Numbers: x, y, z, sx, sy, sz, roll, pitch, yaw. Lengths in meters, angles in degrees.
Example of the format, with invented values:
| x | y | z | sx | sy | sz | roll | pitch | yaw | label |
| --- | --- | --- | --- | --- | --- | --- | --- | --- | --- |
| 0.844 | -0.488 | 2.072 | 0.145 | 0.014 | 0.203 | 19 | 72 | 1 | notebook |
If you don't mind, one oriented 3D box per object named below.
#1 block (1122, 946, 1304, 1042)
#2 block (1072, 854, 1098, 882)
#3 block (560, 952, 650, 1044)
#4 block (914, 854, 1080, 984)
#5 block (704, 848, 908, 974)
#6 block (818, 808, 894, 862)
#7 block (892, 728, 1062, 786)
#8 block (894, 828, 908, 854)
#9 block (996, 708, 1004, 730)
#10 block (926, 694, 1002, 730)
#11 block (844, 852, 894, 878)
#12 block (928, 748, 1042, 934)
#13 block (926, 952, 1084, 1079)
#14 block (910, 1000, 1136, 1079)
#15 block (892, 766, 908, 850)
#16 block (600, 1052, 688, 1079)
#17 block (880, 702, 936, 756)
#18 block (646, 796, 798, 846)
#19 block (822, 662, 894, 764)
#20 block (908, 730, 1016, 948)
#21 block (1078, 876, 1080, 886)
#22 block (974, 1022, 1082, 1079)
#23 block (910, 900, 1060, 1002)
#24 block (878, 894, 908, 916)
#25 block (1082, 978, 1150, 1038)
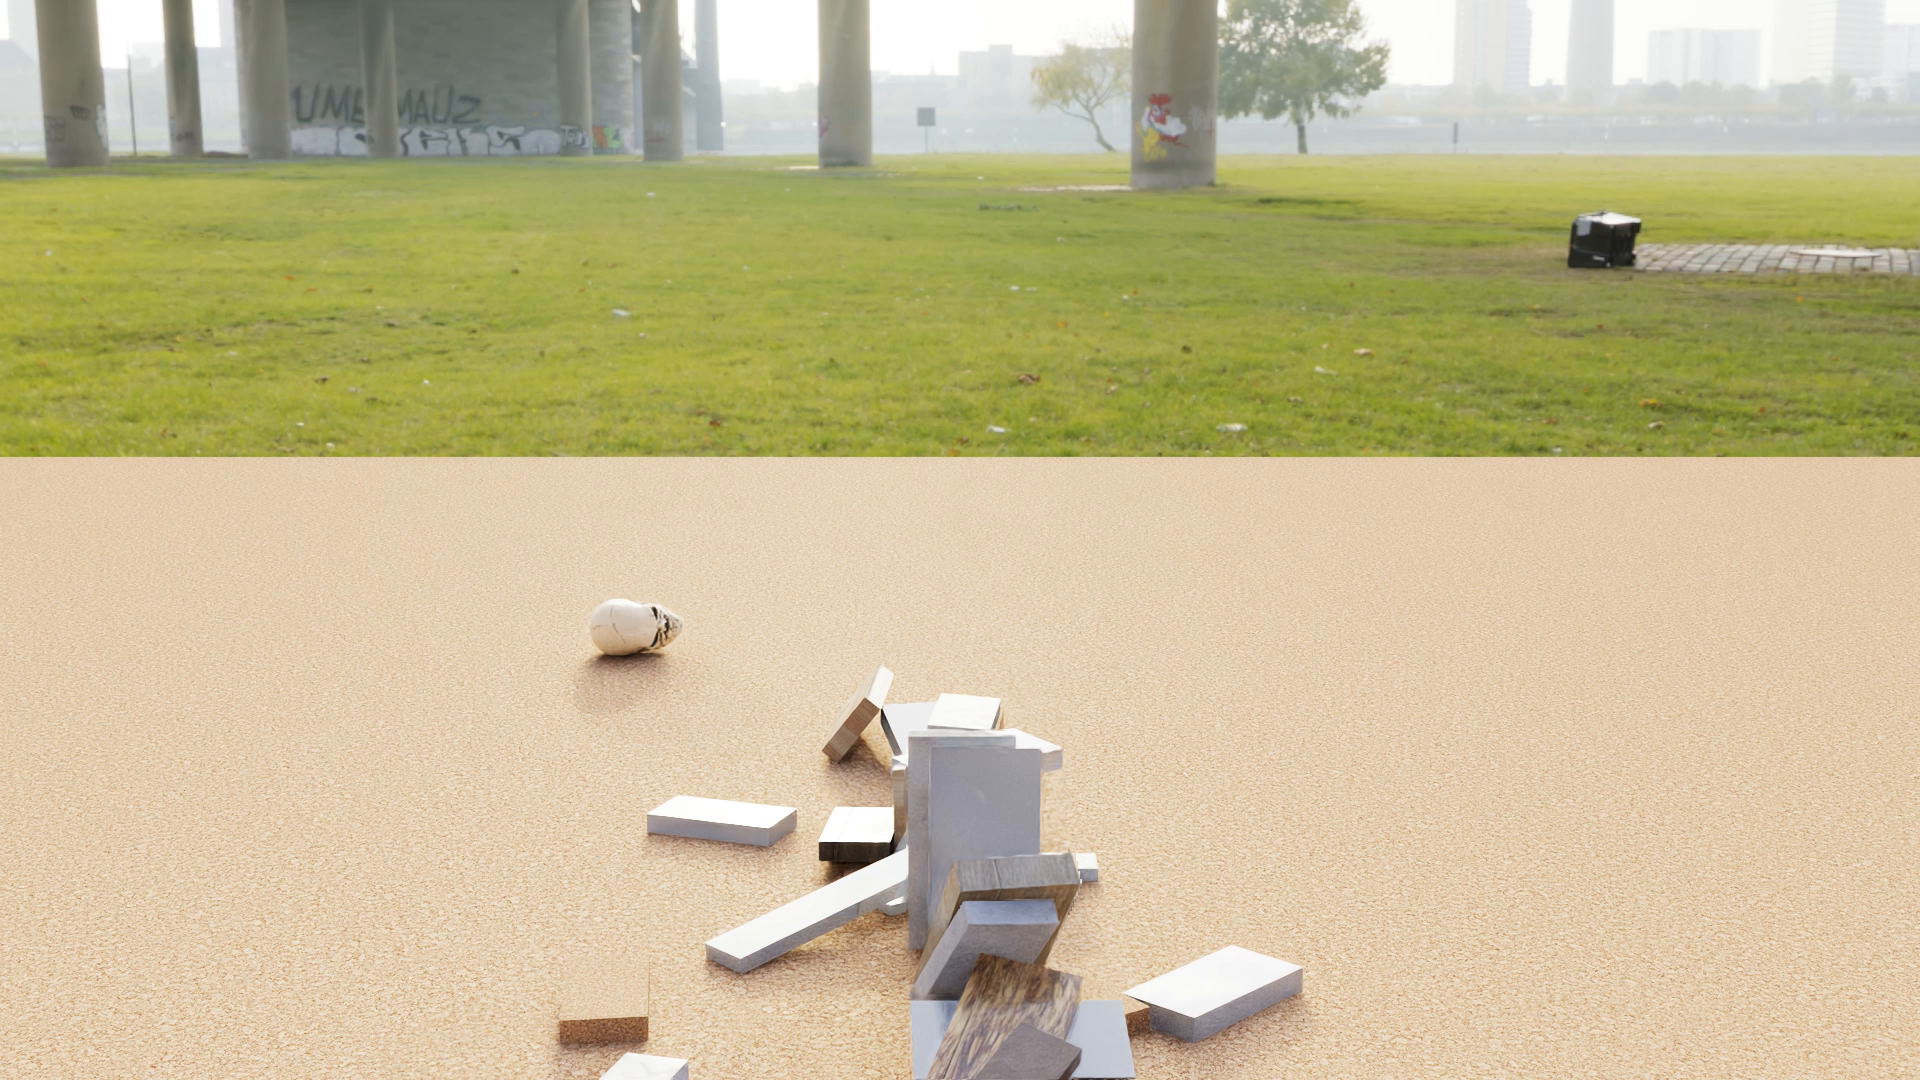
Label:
| x | y | z | sx | sy | sz | roll | pitch | yaw | label |
| --- | --- | --- | --- | --- | --- | --- | --- | --- | --- |
| 0.369 | 0.658 | 3.202 | 0.131 | 0.037 | 0.261 | 10 | 14 | 43 | block |
| 0.153 | 0.560 | 3.766 | 0.163 | 0.023 | 0.081 | 0 | 11 | 0 | block |
| -0.512 | 0.662 | 3.187 | 0.121 | 0.034 | 0.243 | -1 | 11 | -7 | block |
| 0.047 | 0.552 | 3.089 | 0.167 | 0.334 | 0.047 | -2 | 52 | -14 | block |
| -0.210 | 0.583 | 3.482 | 0.416 | 0.025 | 0.090 | -20 | 21 | -40 | block |
| -0.173 | 0.517 | 3.875 | 0.122 | 0.034 | 0.298 | 0 | 4 | 2 | block |
| 0.032 | 0.401 | 3.951 | 0.281 | 0.040 | 0.140 | -10 | 17 | -37 | block |
| -0.067 | 0.493 | 3.727 | 0.023 | 0.163 | 0.081 | 25 | 15 | -12 | block |
| 0.009 | 0.404 | 4.557 | 0.144 | 0.041 | 0.289 | 1 | 11 | 5 | block |
| 0.009 | 0.349 | 4.279 | 0.120 | 0.034 | 0.240 | 5 | 11 | 5 | block |
| -0.148 | 0.560 | 3.776 | 0.070 | 0.020 | 0.140 | 2 | 11 | 11 | block |
| 0.039 | 0.483 | 3.329 | 0.167 | 0.334 | 0.047 | 0 | -8 | 5 | block |
| 0.055 | 0.662 | 2.870 | 0.144 | 0.041 | 0.288 | 11 | 32 | 13 | block |
| 0.080 | 0.678 | 2.924 | 0.288 | 0.041 | 0.144 | 1 | 31 | -5 | block |
| -0.105 | 0.469 | 3.847 | 0.020 | 0.140 | 0.070 | -1 | -1 | 2 | block |
| -0.431 | 0.724 | 2.879 | 0.090 | 0.025 | 0.179 | 3 | 11 | 15 | block |
| -0.057 | 0.408 | 4.356 | 0.144 | 0.041 | 0.289 | -3 | 24 | -14 | block |
| -0.433 | 0.510 | 4.003 | 0.243 | 0.034 | 0.121 | 4 | 11 | 20 | block |
| -0.210 | 0.355 | 4.553 | 0.041 | 0.144 | 0.289 | 38 | 10 | -4 | block |
| 0.003 | 0.465 | 3.421 | 0.167 | 0.334 | 0.047 | 0 | 6 | -1 | block |
| 0.135 | 0.569 | 3.682 | 0.126 | 0.018 | 0.063 | 1 | -8 | 7 | block |
| 0.072 | 0.686 | 2.767 | 0.090 | 0.025 | 0.179 | 19 | 34 | 24 | block |
| 0.031 | 0.581 | 3.052 | 0.131 | 0.261 | 0.037 | 3 | 50 | -20 | block |
| -0.077 | 0.589 | 3.623 | 0.126 | 0.018 | 0.063 | -7 | 12 | -32 | block |
| 0.124 | 0.681 | 3.079 | 0.261 | 0.037 | 0.131 | -8 | 13 | -35 | block |
